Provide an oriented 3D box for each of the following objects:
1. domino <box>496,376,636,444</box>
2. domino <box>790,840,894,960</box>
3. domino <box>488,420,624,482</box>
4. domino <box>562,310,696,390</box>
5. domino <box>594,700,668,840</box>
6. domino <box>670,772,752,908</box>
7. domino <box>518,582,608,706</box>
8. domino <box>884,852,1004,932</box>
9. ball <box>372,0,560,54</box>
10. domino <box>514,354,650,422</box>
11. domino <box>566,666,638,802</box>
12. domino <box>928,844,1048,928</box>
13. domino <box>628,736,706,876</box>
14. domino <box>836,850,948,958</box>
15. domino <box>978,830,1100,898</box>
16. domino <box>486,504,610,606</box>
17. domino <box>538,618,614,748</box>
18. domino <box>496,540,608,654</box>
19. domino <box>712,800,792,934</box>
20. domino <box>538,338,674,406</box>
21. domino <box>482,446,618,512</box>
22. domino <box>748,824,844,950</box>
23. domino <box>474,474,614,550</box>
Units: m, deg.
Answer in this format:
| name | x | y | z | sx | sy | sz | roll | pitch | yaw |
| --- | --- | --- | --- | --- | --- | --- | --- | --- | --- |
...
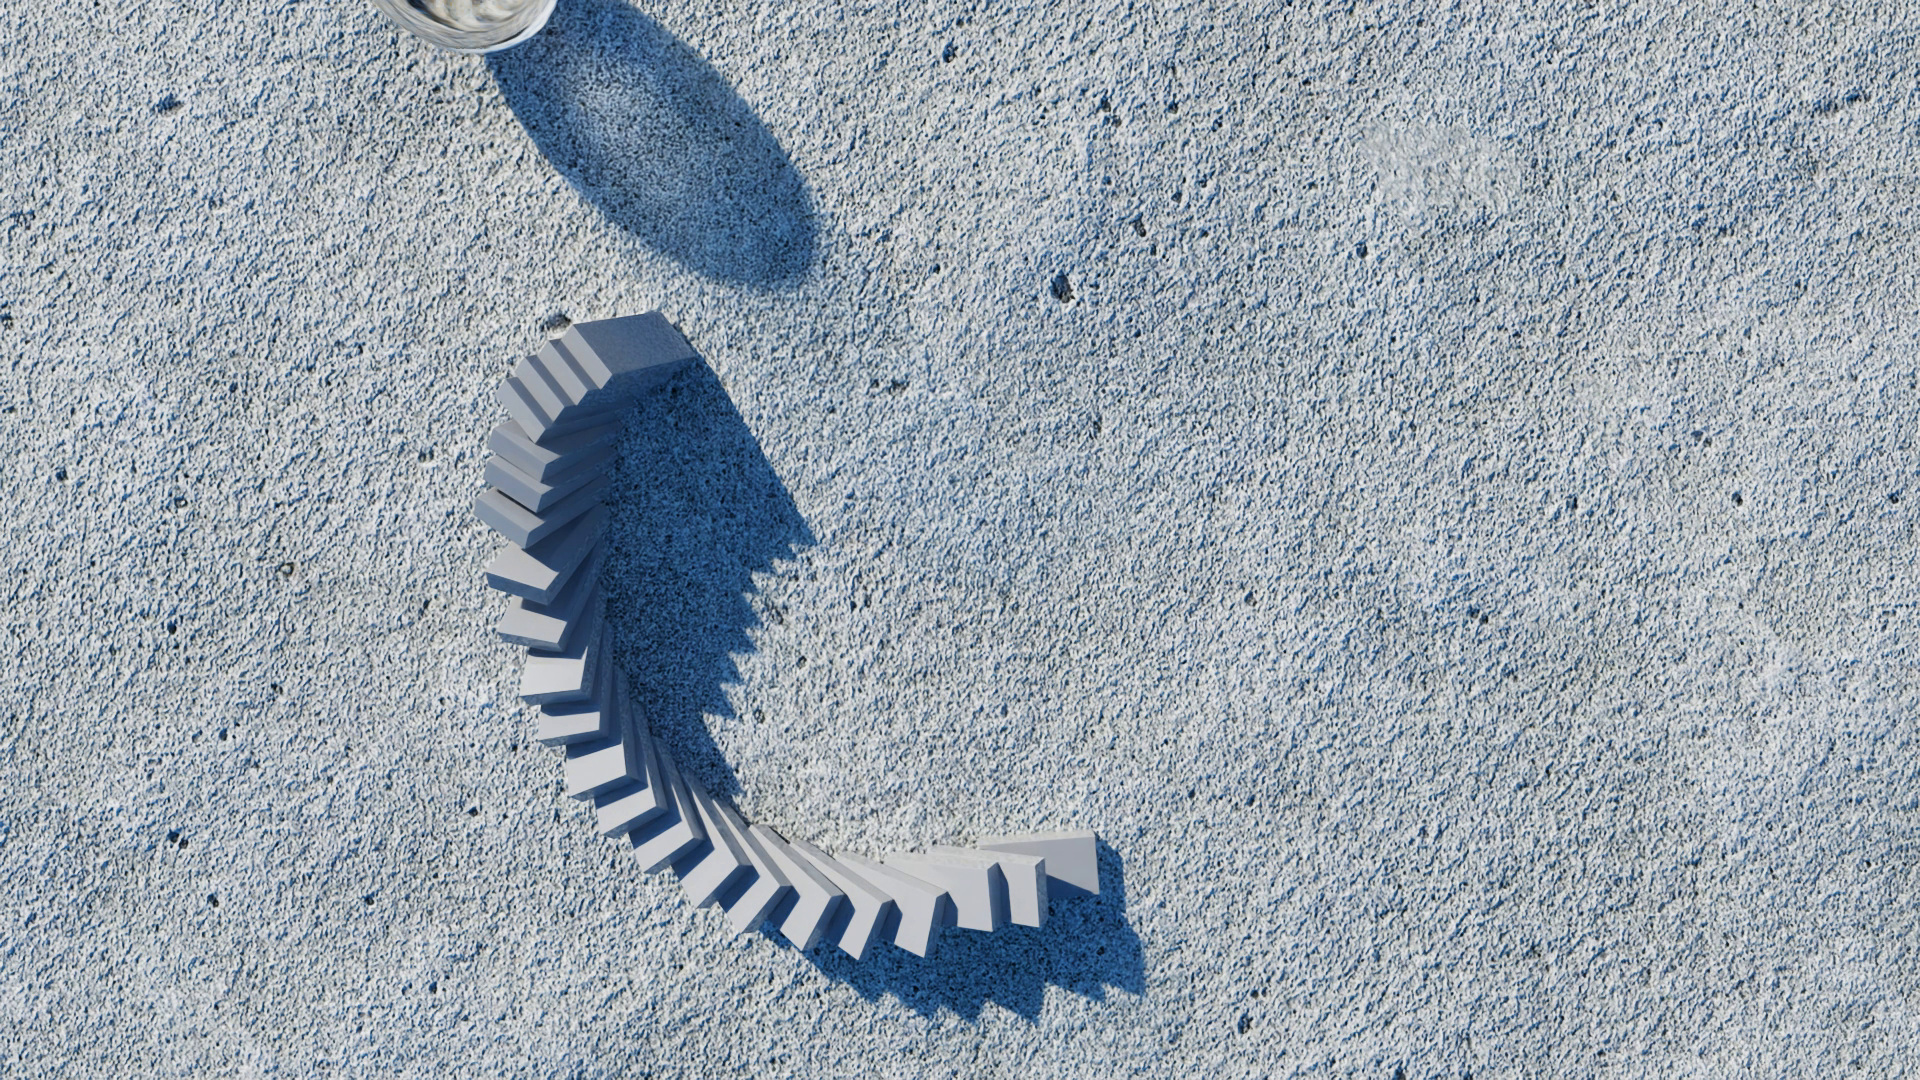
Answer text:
| name | x | y | z | sx | sy | sz | roll | pitch | yaw |
| --- | --- | --- | --- | --- | --- | --- | --- | --- | --- |
| domino | -0.160 | -0.058 | 0.376 | 0.009 | 0.050 | 0.025 | -39 | 90 | 31 |
| domino | -0.055 | 0.150 | 0.384 | 0.050 | 0.010 | 0.025 | 23 | 90 | 27 |
| domino | -0.164 | -0.043 | 0.376 | 0.025 | 0.050 | 0.010 | 34 | 119 | 0 |
| domino | -0.135 | -0.079 | 0.376 | 0.009 | 0.050 | 0.025 | -39 | 90 | 31 |
| domino | -0.141 | 0.095 | 0.383 | 0.025 | 0.010 | 0.050 | -28 | 58 | 1 |
| domino | -0.111 | 0.125 | 0.383 | 0.025 | 0.010 | 0.050 | -46 | 60 | 1 |
| domino | -0.164 | 0.043 | 0.381 | 0.025 | 0.010 | 0.050 | -7 | 55 | 2 |
| domino | -0.007 | 0.146 | 0.383 | 0.050 | 0.009 | 0.025 | -5 | 90 | 29 |
| ball | -0.199 | -0.236 | 0.360 | 0.080 | 0.080 | 0.080 | 0 | 90 | 0 |
| domino | -0.153 | -0.066 | 0.376 | 0.010 | 0.050 | 0.025 | -39 | 90 | 31 |
| domino | -0.151 | 0.080 | 0.382 | 0.025 | 0.010 | 0.050 | -22 | 58 | 3 |
| domino | 0.011 | 0.144 | 0.384 | 0.050 | 0.010 | 0.025 | -4 | 90 | 29 |
| domino | -0.128 | 0.110 | 0.384 | 0.025 | 0.009 | 0.050 | -35 | 60 | 0 |
| domino | -0.031 | 0.152 | 0.384 | 0.050 | 0.010 | 0.025 | 12 | 90 | 28 |
| domino | 0.034 | 0.141 | 0.395 | 0.050 | 0.010 | 0.025 | -4 | 90 | 0 |
| domino | -0.169 | 0.003 | 0.379 | 0.025 | 0.050 | 0.010 | 17 | 135 | 1 |
| domino | -0.160 | 0.059 | 0.383 | 0.025 | 0.010 | 0.050 | -10 | 59 | 0 |
| domino | -0.169 | 0.021 | 0.382 | 0.025 | 0.009 | 0.050 | 11 | 57 | 0 |
| domino | -0.095 | 0.136 | 0.384 | 0.050 | 0.009 | 0.025 | 40 | 90 | 30 |
| domino | -0.144 | -0.072 | 0.376 | 0.010 | 0.050 | 0.025 | -39 | 90 | 31 |
| domino | -0.167 | -0.031 | 0.376 | 0.025 | 0.050 | 0.010 | 32 | 119 | 0 |
| domino | -0.074 | 0.144 | 0.383 | 0.050 | 0.009 | 0.025 | 29 | 91 | 30 |
| domino | -0.170 | -0.018 | 0.376 | 0.025 | 0.050 | 0.010 | 33 | 124 | 2 |
